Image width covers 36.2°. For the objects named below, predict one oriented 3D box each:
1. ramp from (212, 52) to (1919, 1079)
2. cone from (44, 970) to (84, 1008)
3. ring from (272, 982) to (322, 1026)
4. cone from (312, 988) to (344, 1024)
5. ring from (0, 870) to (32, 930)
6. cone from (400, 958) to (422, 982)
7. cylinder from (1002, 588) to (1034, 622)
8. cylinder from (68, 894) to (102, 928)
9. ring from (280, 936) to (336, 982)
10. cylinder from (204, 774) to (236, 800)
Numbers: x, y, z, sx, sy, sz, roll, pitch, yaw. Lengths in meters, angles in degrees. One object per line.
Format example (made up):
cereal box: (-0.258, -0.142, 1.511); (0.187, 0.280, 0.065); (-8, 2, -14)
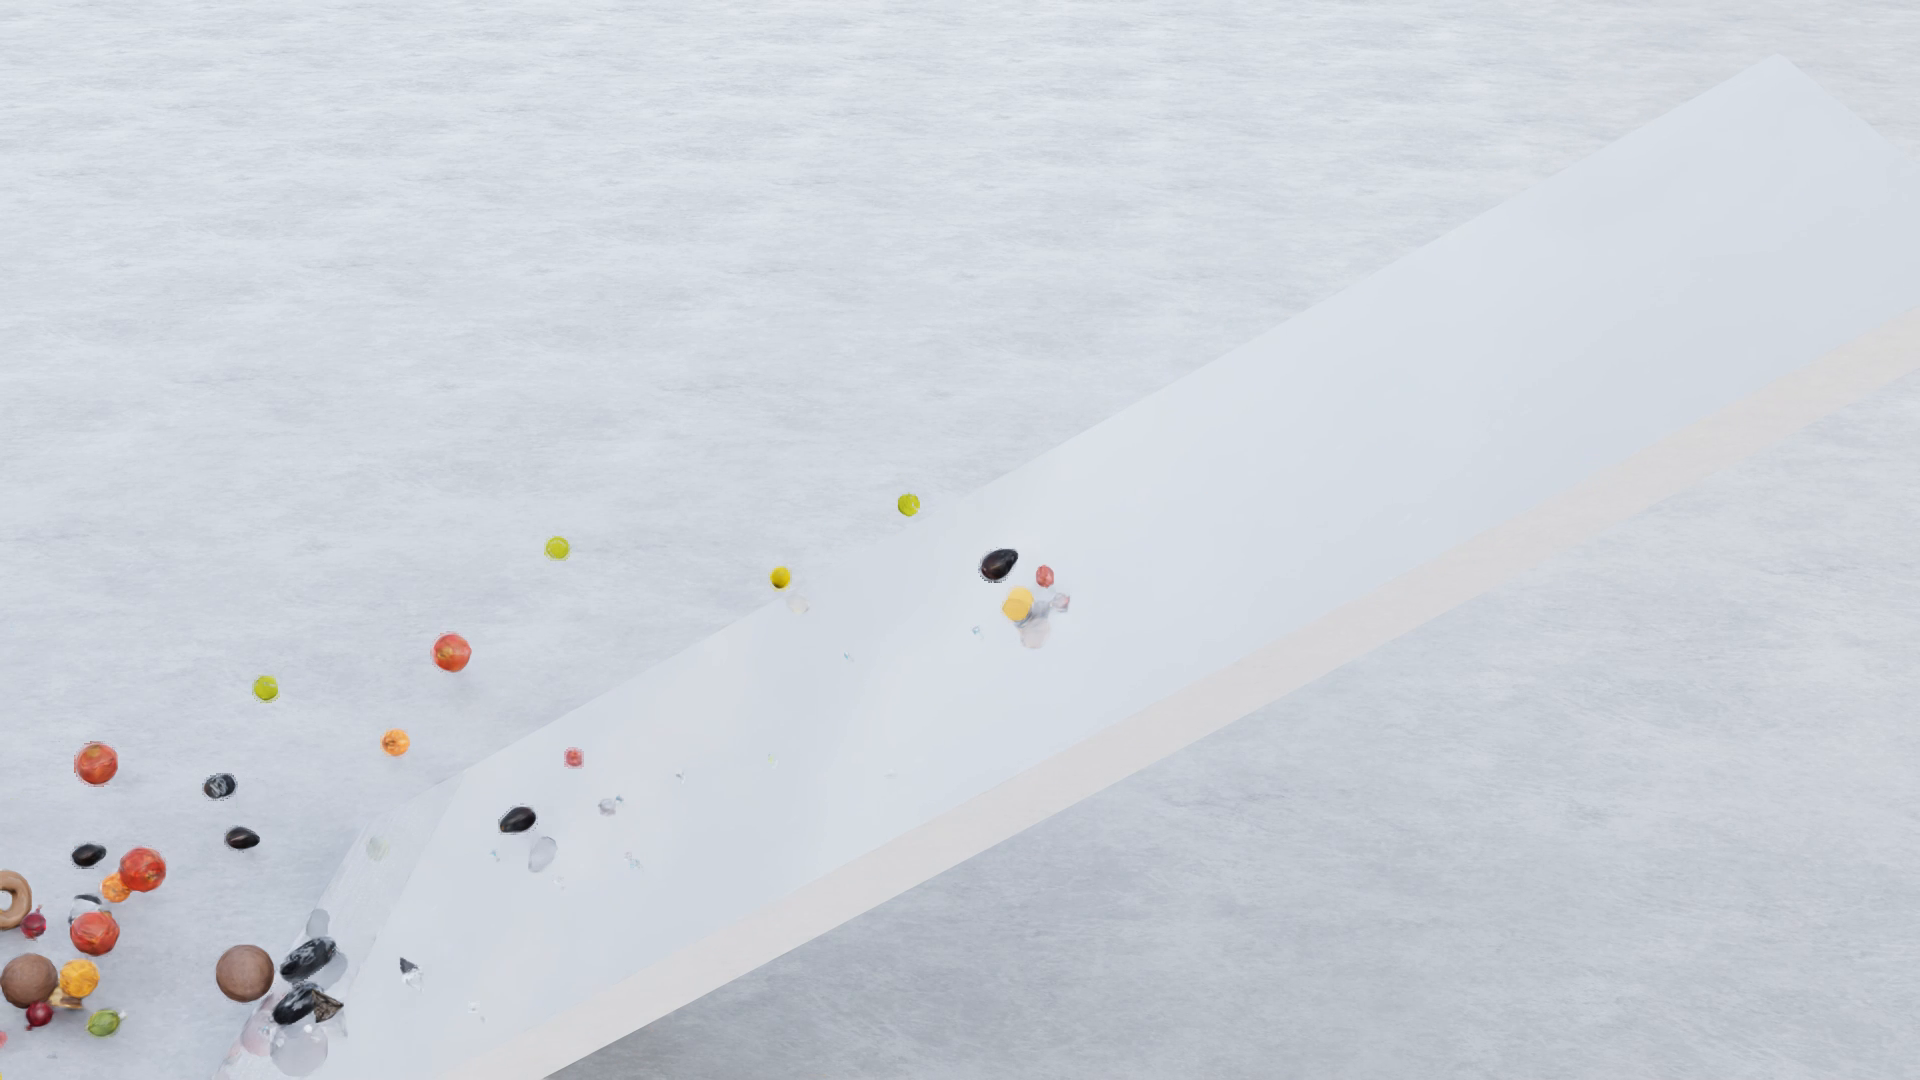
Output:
ramp: (0.142, 0.168, 6.286); (4.000, 0.100, 2.000); (-29, 15, 12)
cone: (-2.074, 1.039, 6.833); (0.090, 0.090, 0.090); (7, -9, 1)
ring: (-1.452, 1.017, 6.448); (0.122, 0.041, 0.122); (-29, 16, 9)
cone: (-1.374, 0.989, 6.320); (0.070, 0.070, 0.070); (-29, 15, 8)
ring: (-2.350, 0.885, 7.232); (0.050, 0.150, 0.150); (-6, 11, 39)
cone: (-1.176, 0.903, 6.242); (0.050, 0.050, 0.050); (-29, 15, 8)
cylinder: (0.121, 0.133, 6.098); (0.053, 0.053, 0.053); (5, 26, 14)
cylinder: (-2.157, 0.915, 7.246); (0.064, 0.064, 0.064); (3, 58, 9)
ring: (-1.486, 0.955, 6.708); (0.143, 0.048, 0.143); (-29, 14, 8)
cylinder: (-1.976, 0.659, 7.850); (0.060, 0.060, 0.060); (4, 5, 12)
